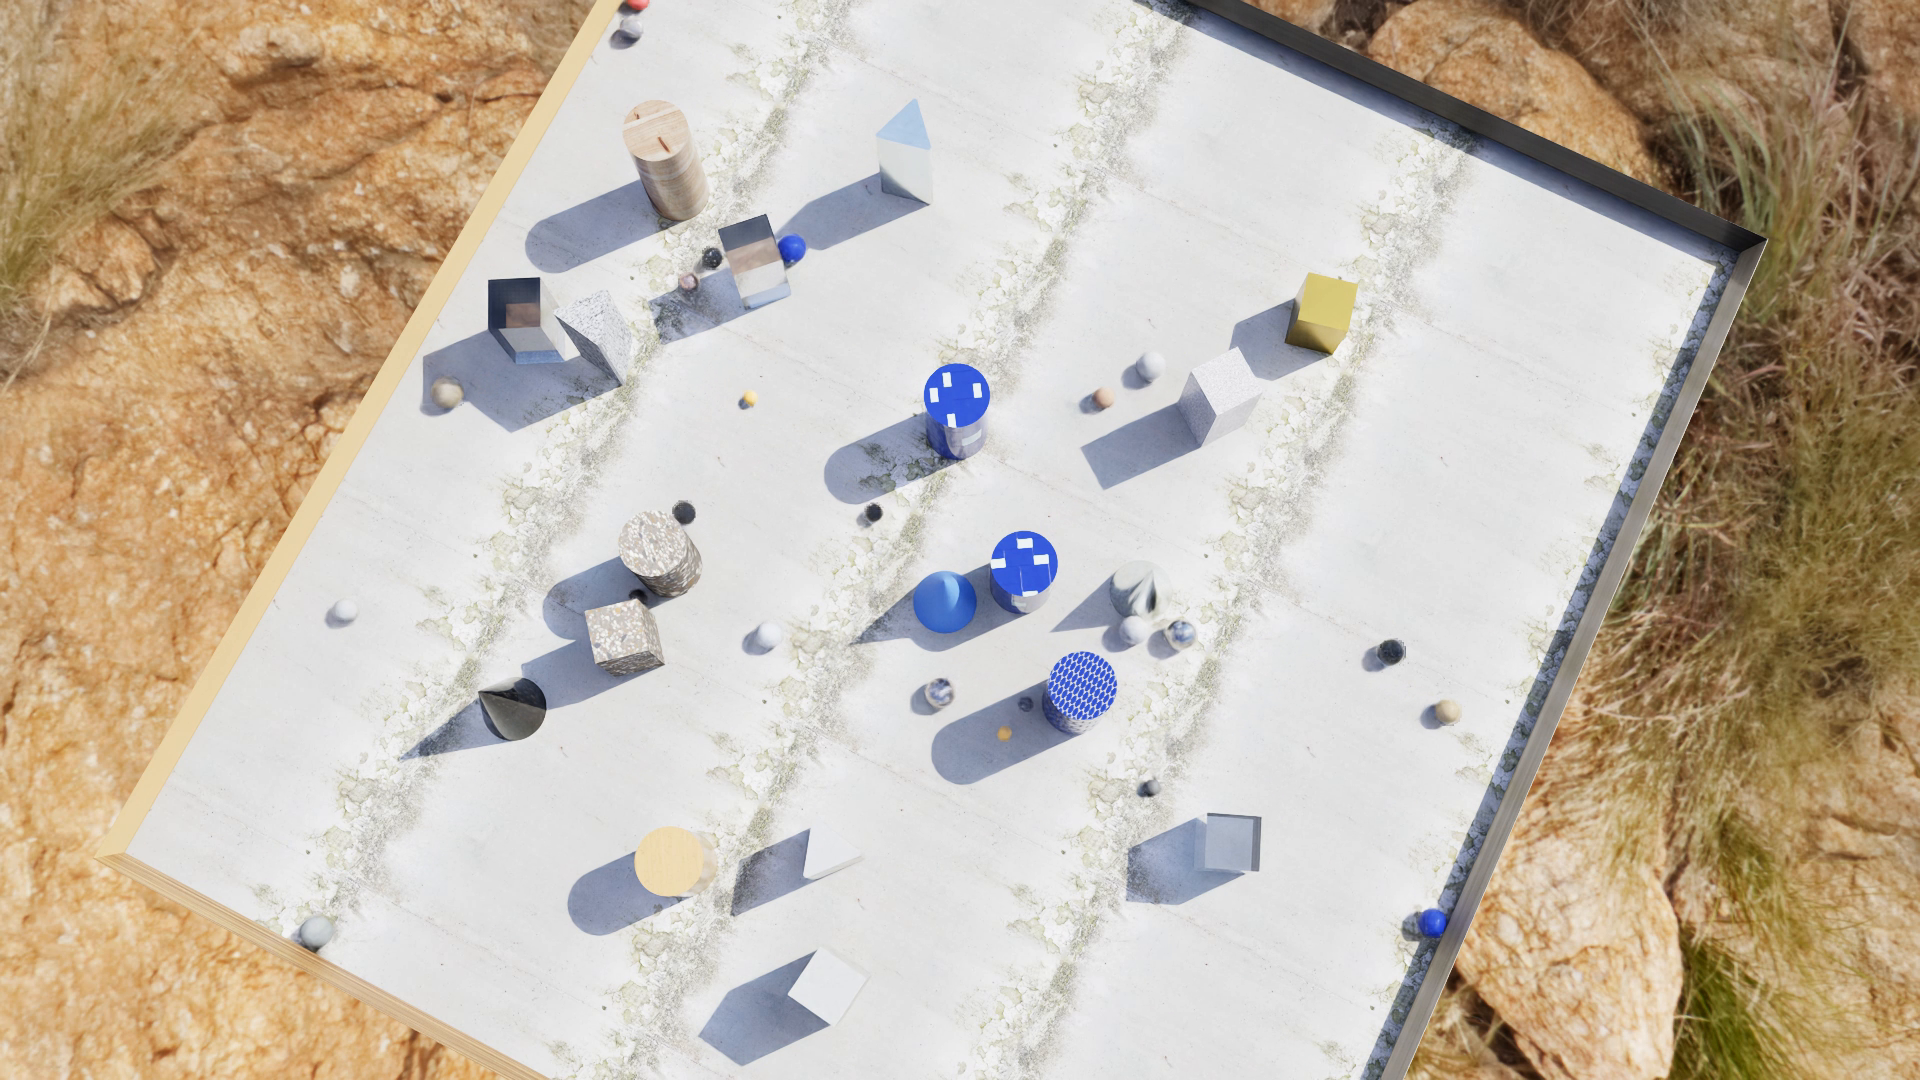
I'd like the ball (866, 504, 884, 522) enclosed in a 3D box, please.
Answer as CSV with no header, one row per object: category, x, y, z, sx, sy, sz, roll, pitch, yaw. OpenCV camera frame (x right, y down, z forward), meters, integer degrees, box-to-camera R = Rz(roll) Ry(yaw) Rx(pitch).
ball,-0.262,-0.083,5.606,0.055,0.055,0.055,0,78,0

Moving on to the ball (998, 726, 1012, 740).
ball,0.135,0.575,5.476,0.041,0.041,0.041,0,78,0

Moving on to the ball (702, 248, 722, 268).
ball,-0.778,-0.888,5.768,0.063,0.063,0.063,0,78,0

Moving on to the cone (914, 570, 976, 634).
cone,-0.046,0.152,5.400,0.194,0.363,0.194,0,78,0

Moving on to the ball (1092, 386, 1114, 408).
ball,0.444,-0.442,5.674,0.067,0.067,0.067,0,78,0

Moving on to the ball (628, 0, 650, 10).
ball,-1.043,-1.756,5.943,0.072,0.072,0.072,0,78,0

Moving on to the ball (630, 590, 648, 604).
ball,-0.974,0.176,5.554,0.052,0.052,0.052,0,78,0

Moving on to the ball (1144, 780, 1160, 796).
ball,0.573,0.734,5.441,0.047,0.047,0.047,0,78,0

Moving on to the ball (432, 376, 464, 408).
ball,-1.583,-0.459,5.662,0.097,0.097,0.097,0,78,0

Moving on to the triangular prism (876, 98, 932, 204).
triangular prism,-0.151,-1.204,5.650,0.168,0.422,0.145,14,79,3

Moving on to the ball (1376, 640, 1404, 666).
ball,1.293,0.338,5.507,0.078,0.078,0.078,0,78,0

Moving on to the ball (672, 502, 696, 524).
ball,-0.841,-0.082,5.597,0.071,0.071,0.071,0,78,0

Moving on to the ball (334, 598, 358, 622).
ball,-1.855,0.212,5.535,0.074,0.074,0.074,0,78,0

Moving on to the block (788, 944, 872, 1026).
block,-0.362,1.255,5.175,0.155,0.356,0.155,33,80,6

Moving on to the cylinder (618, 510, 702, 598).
cylinder,-0.883,0.045,5.427,0.194,0.353,0.194,0,78,0

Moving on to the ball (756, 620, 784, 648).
ball,-0.573,0.285,5.515,0.083,0.083,0.083,0,78,0

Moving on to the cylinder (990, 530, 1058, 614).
cylinder,0.186,0.099,5.436,0.194,0.313,0.194,0,78,0

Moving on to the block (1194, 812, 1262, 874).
block,0.774,0.880,5.308,0.155,0.248,0.155,4,78,1

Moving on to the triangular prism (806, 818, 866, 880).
triangular prism,-0.384,0.875,5.287,0.168,0.291,0.145,-22,79,-4

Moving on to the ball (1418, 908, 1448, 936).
ball,1.378,1.115,5.344,0.082,0.082,0.082,0,78,0

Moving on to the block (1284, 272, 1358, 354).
block,1.111,-0.695,5.641,0.155,0.234,0.155,14,79,3

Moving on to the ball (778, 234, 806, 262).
ball,-0.529,-0.917,5.759,0.093,0.093,0.093,0,78,0

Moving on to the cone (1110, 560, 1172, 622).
cone,0.552,0.120,5.414,0.194,0.348,0.194,0,78,0

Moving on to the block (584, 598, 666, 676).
block,-0.984,0.291,5.400,0.155,0.306,0.155,-14,79,-3

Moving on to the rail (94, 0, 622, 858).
rail,-1.606,-0.780,5.713,0.045,0.126,3.936,26,80,5

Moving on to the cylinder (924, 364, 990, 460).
cylinder,-0.009,-0.381,5.499,0.194,0.384,0.194,0,78,0

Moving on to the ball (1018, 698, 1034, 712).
ball,0.198,0.495,5.491,0.046,0.046,0.046,0,78,0

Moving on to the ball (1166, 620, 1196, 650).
ball,0.664,0.286,5.509,0.094,0.094,0.094,0,78,0

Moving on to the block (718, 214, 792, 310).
block,-0.628,-0.851,5.632,0.155,0.315,0.155,-19,79,-4

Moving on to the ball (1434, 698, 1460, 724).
ball,1.455,0.511,5.473,0.073,0.073,0.073,0,78,0

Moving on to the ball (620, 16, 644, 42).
ball,-1.062,-1.650,5.918,0.078,0.078,0.078,0,78,0

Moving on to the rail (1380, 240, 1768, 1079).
rail,1.606,0.793,5.387,0.045,0.126,3.936,26,80,5

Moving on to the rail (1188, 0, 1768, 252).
rail,0.870,-1.697,5.902,3.638,0.126,0.045,26,80,5

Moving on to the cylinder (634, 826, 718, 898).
cylinder,-0.814,0.929,5.272,0.194,0.299,0.194,0,78,0

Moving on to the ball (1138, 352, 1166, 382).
ball,0.595,-0.538,5.682,0.090,0.090,0.090,0,78,0

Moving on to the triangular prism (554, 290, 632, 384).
triangular prism,-1.072,-0.630,5.534,0.168,0.417,0.145,35,80,7

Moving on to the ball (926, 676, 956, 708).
ball,-0.056,0.455,5.475,0.093,0.093,0.093,0,78,0

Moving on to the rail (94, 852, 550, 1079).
rail,-0.870,1.710,5.197,3.638,0.126,0.045,26,80,5

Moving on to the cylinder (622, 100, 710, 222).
cylinder,-0.895,-1.155,5.614,0.194,0.472,0.194,0,78,0

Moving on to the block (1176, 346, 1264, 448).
block,0.778,-0.425,5.516,0.155,0.370,0.155,-27,80,-5

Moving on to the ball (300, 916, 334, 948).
ball,-1.872,1.142,5.333,0.092,0.092,0.092,0,78,0

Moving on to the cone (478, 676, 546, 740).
cone,-1.340,0.464,5.301,0.194,0.431,0.194,0,78,0

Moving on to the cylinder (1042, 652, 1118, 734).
cylinder,0.343,0.448,5.316,0.194,0.407,0.194,0,78,0

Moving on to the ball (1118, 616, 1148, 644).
ball,0.522,0.272,5.516,0.088,0.088,0.088,0,78,0

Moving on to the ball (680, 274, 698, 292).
ball,-0.851,-0.809,5.756,0.054,0.054,0.054,0,78,0

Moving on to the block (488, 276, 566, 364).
block,-1.315,-0.664,5.577,0.155,0.347,0.155,-3,78,-1

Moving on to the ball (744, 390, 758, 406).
ball,-0.647,-0.441,5.685,0.044,0.044,0.044,0,78,0
